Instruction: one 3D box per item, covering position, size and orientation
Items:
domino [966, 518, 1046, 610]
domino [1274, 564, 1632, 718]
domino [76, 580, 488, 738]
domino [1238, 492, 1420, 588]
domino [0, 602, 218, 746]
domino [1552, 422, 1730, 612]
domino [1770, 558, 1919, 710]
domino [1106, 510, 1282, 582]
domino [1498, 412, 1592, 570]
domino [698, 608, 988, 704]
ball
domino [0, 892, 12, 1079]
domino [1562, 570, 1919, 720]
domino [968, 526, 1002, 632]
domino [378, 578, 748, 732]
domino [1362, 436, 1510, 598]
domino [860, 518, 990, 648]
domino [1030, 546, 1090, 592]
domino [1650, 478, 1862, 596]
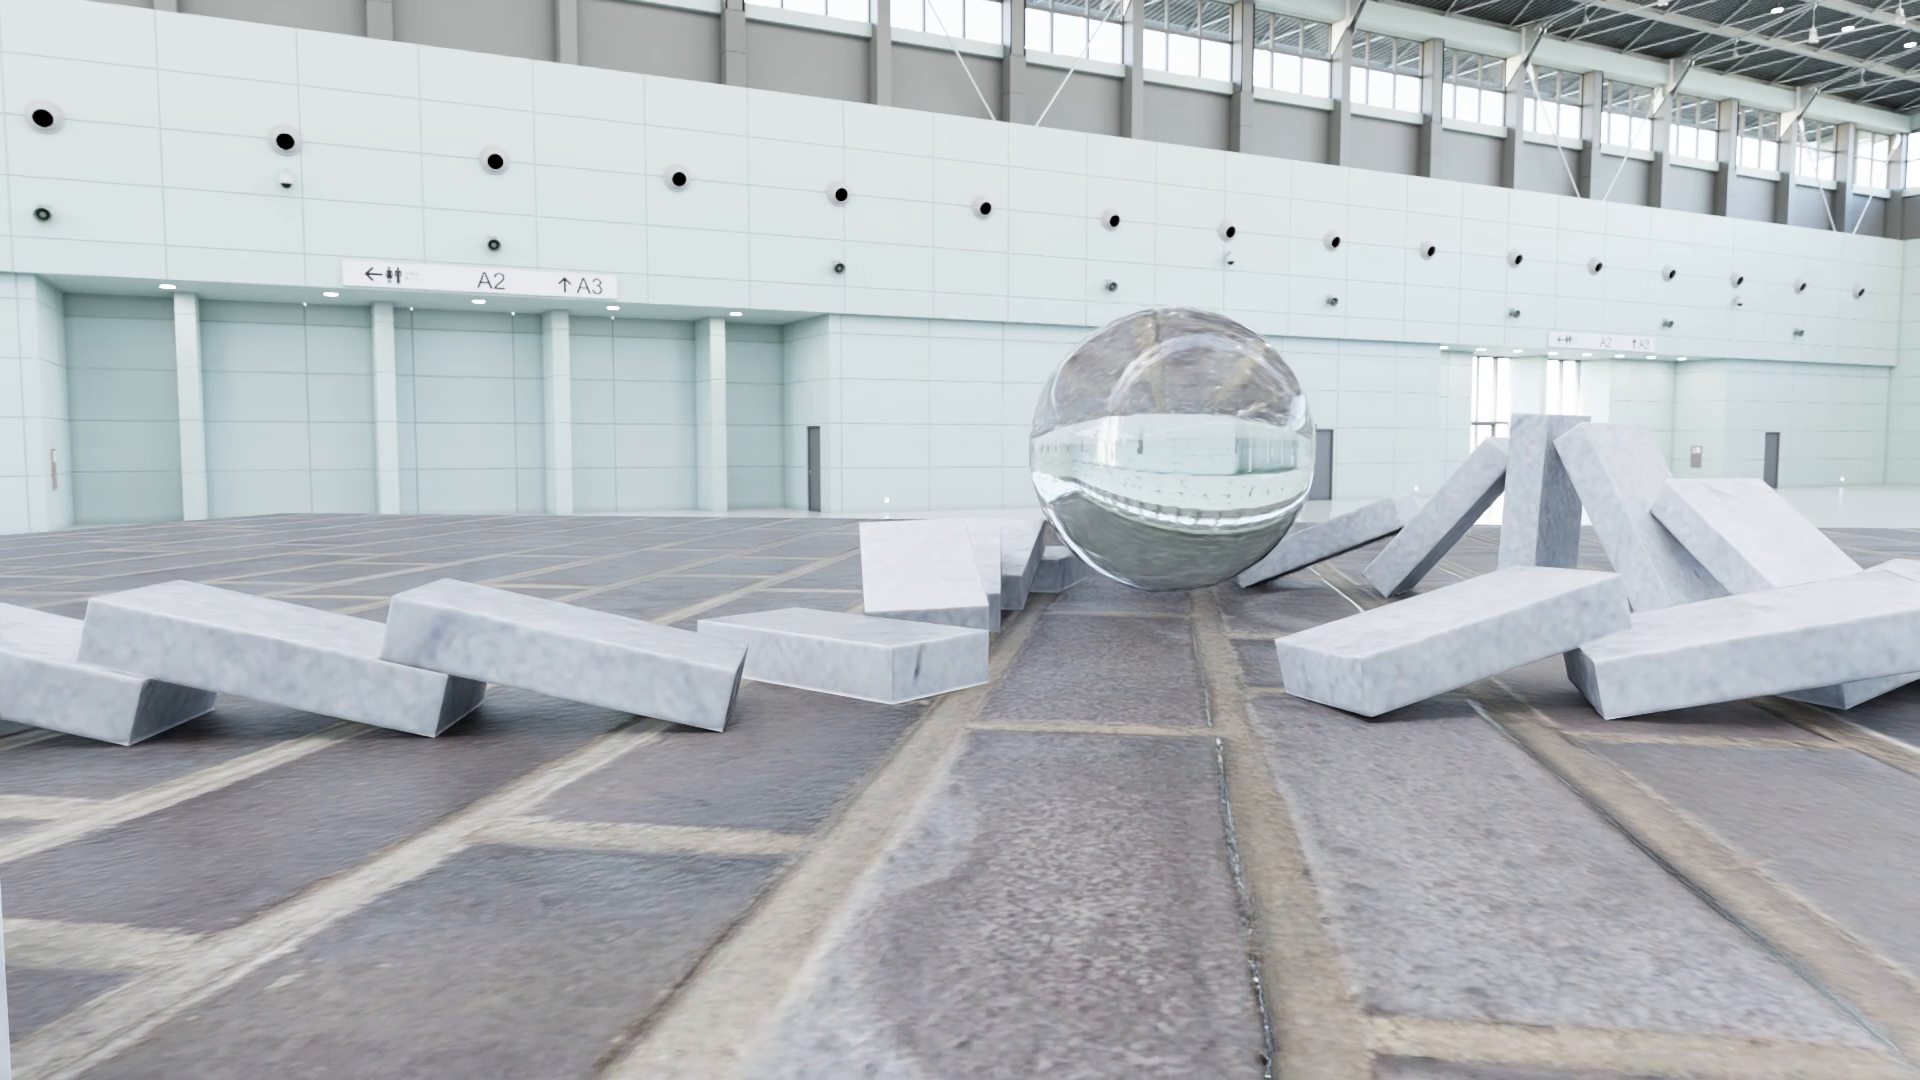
[{"bbox_3d":[0.008,0.006,0.353,0.025,0.010,0.050,1,18,11],"label":"domino"},{"bbox_3d":[0.081,0.016,0.213,0.050,0.010,0.025,-15,6,-15],"label":"domino"},{"bbox_3d":[-0.100,0.017,0.196,0.050,0.009,0.025,13,3,-6],"label":"domino"},{"bbox_3d":[0.107,0.000,0.376,0.050,0.010,0.025,-25,-9,31],"label":"domino"},{"bbox_3d":[-0.141,0.018,0.190,0.050,0.009,0.025,14,3,-6],"label":"domino"},{"bbox_3d":[0.169,-0.005,0.318,0.025,0.050,0.009,-2,-26,-28],"label":"domino"},{"bbox_3d":[0.160,0.015,0.224,0.050,0.009,0.025,-16,9,-18],"label":"domino"},{"bbox_3d":[0.074,0.002,0.407,0.050,0.010,0.025,-14,5,-4],"label":"domino"},{"bbox_3d":[0.153,-0.008,0.337,0.025,0.050,0.010,-4,9,-41],"label":"domino"},{"bbox_3d":[-0.022,0.020,0.235,0.050,0.009,0.025,4,6,40],"label":"domino"},{"bbox_3d":[0.059,-0.025,0.363,0.080,0.080,0.080,0,4,0],"label":"ball"},{"bbox_3d":[-0.075,0.023,0.088,0.010,0.025,0.050,-4,6,-42],"label":"domino"},{"bbox_3d":[0.125,0.016,0.203,0.050,0.009,0.025,-12,6,15],"label":"domino"},{"bbox_3d":[-0.002,0.009,0.313,0.025,0.010,0.050,0,18,2],"label":"domino"},{"bbox_3d":[-0.059,0.017,0.199,0.050,0.009,0.025,13,3,-6],"label":"domino"},{"bbox_3d":[0.135,-0.006,0.356,0.010,0.050,0.025,47,27,23],"label":"domino"},{"bbox_3d":[-0.009,0.009,0.282,0.025,0.009,0.050,-3,22,-5],"label":"domino"},{"bbox_3d":[0.023,0.008,0.394,0.025,0.010,0.050,1,4,16],"label":"domino"},{"bbox_3d":[0.184,0.004,0.291,0.025,0.009,0.050,-1,36,-7],"label":"domino"}]
